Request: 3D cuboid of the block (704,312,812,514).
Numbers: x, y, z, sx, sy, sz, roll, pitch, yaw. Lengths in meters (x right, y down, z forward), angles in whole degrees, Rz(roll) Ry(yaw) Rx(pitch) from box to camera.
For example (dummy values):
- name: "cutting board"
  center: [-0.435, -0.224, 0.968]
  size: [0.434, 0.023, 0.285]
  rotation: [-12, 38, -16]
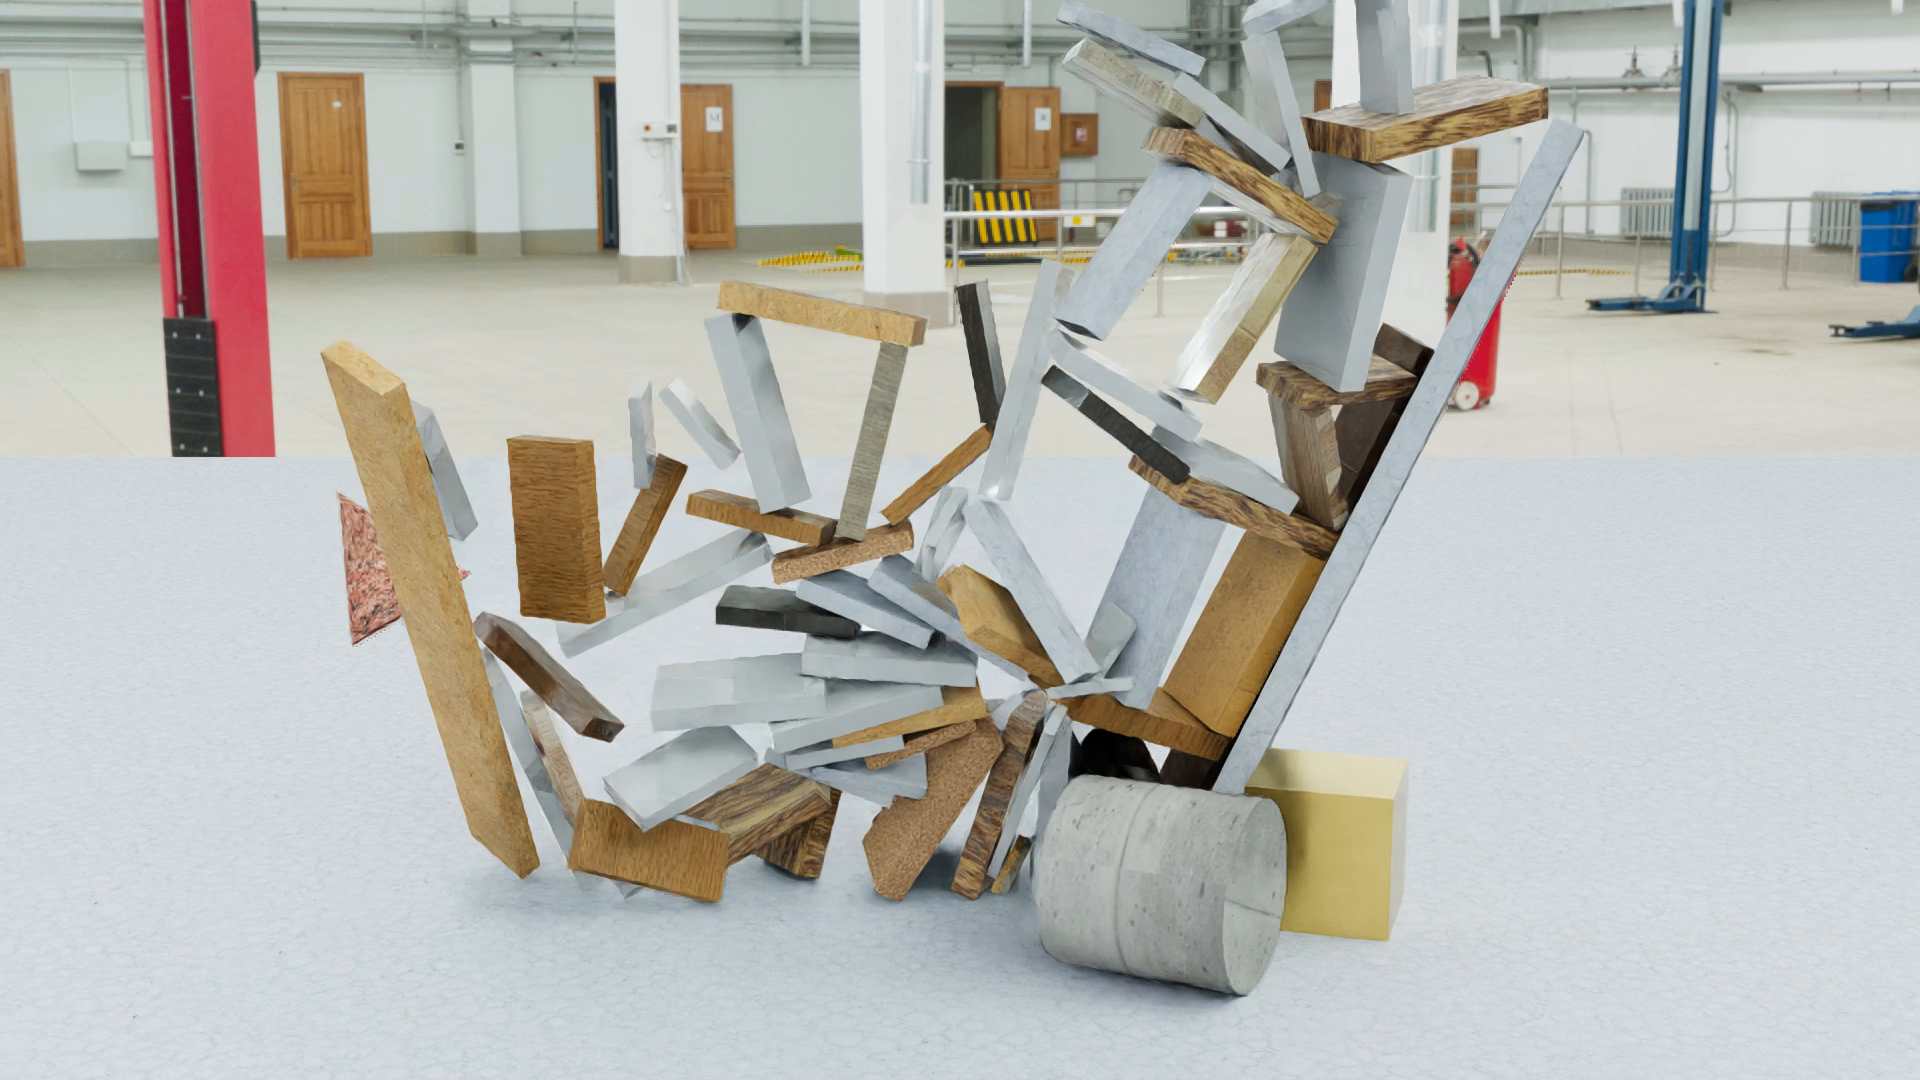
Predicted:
- name: "block"
  center: [-0.323, -0.207, 3.537]
  size: [0.044, 0.317, 0.156]
  rotation: [-16, 3, 12]

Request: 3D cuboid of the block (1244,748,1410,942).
- name: "block"
  center: [0.595, 0.490, 3.572]
  size: [0.233, 0.233, 0.233]
  rotation: [3, 11, 17]

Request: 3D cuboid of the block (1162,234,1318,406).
- name: "block"
  center: [0.429, -0.341, 3.382]
  size: [0.040, 0.285, 0.143]
  rotation: [34, -2, -17]

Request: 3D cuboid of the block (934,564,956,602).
- name: "block"
  center: [0.025, 0.103, 3.496]
  size: [0.144, 0.020, 0.072]
  rotation: [44, 19, -2]

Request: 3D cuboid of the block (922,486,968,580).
- name: "block"
  center: [-0.023, -0.011, 3.426]
  size: [0.020, 0.072, 0.144]
  rotation: [15, 44, 14]

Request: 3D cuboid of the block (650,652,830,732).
- name: "block"
  center: [-0.351, 0.241, 3.525]
  size: [0.276, 0.039, 0.138]
  rotation: [-5, 29, 1]

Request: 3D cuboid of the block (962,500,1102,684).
- name: "block"
  center: [0.113, 0.082, 3.453]
  size: [0.035, 0.317, 0.125]
  rotation: [-33, -10, 11]

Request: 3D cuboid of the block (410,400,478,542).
- name: "block"
  center: [-0.824, -0.120, 3.299]
  size: [0.143, 0.285, 0.040]
  rotation: [25, 60, 19]

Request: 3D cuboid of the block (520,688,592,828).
- name: "block"
  center: [-0.647, 0.376, 3.593]
  size: [0.038, 0.266, 0.133]
  rotation: [-23, 14, -7]

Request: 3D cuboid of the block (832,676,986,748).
- name: "block"
  center: [-0.090, 0.265, 3.572]
  size: [0.249, 0.035, 0.125]
  rotation: [-12, 28, -1]

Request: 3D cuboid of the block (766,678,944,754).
- name: "block"
  center: [-0.178, 0.255, 3.543]
  size: [0.276, 0.039, 0.138]
  rotation: [-16, 29, -8]

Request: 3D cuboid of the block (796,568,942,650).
- name: "block"
  center: [-0.139, 0.105, 3.535]
  size: [0.228, 0.032, 0.114]
  rotation: [22, 18, 9]

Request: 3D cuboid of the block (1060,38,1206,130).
- name: "block"
  center: [0.258, -0.677, 3.299]
  size: [0.210, 0.030, 0.105]
  rotation: [29, -3, -11]

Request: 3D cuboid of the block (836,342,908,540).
- name: "block"
  center: [-0.140, -0.164, 3.524]
  size: [0.044, 0.312, 0.156]
  rotation: [13, 7, -3]

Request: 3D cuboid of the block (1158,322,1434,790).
- name: "block"
  center: [0.542, 0.100, 3.741]
  size: [0.033, 0.985, 0.117]
  rotation: [16, 16, -30]

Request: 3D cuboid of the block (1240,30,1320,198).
- name: "block"
  center: [0.488, -0.644, 3.347]
  size: [0.027, 0.251, 0.095]
  rotation: [-19, 10, -9]

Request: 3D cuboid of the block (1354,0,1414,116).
- name: "block"
  center: [0.637, -0.741, 3.305]
  size: [0.027, 0.190, 0.095]
  rotation: [-17, 23, -22]

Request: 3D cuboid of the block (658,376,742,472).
- name: "block"
  center: [-0.415, -0.186, 3.507]
  size: [0.023, 0.159, 0.080]
  rotation: [-37, 10, 14]

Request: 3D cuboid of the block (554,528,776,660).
- name: "block"
  center: [-0.480, 0.079, 3.569]
  size: [0.369, 0.032, 0.112]
  rotation: [-26, 24, -3]

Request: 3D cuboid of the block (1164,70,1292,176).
- name: "block"
  center: [0.397, -0.628, 3.342]
  size: [0.210, 0.030, 0.105]
  rotation: [35, -5, -10]

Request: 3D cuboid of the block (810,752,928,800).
- name: "block"
  center: [-0.151, 0.369, 3.624]
  size: [0.191, 0.027, 0.095]
  rotation: [13, 33, -13]

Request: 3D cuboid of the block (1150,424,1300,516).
- name: "block"
  center: [0.419, -0.116, 3.469]
  size: [0.243, 0.034, 0.121]
  rotation: [21, 15, -42]

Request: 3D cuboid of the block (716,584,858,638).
- name: "block"
  center: [-0.274, 0.114, 3.559]
  size: [0.223, 0.032, 0.112]
  rotation: [5, 17, 3]

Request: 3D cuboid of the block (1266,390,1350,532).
- name: "block"
  center: [0.566, -0.135, 3.568]
  size: [0.033, 0.235, 0.117]
  rotation: [-33, 41, -19]

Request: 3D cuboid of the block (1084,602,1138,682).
- name: "block"
  center: [0.229, 0.171, 3.527]
  size: [0.018, 0.130, 0.065]
  rotation: [24, 14, -36]

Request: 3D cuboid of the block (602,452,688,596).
- name: "block"
  center: [-0.519, -0.026, 3.593]
  size: [0.023, 0.234, 0.080]
  rotation: [27, -3, -32]

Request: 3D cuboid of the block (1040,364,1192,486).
- name: "block"
  center: [0.241, -0.176, 3.388]
  size: [0.243, 0.034, 0.122]
  rotation: [34, 5, -35]

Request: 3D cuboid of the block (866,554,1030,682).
- name: "block"
  center: [-0.007, 0.119, 3.528]
  size: [0.294, 0.032, 0.114]
  rotation: [32, 20, -2]

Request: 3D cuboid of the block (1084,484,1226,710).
- name: "block"
  center: [0.305, 0.088, 3.544]
  size: [0.047, 0.330, 0.165]
  rotation: [14, 15, -31]

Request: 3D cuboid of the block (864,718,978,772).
- name: "block"
  center: [-0.066, 0.308, 3.596]
  size: [0.191, 0.027, 0.095]
  rotation: [-22, 28, 8]

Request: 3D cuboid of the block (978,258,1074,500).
- name: "block"
  center: [0.104, -0.249, 3.454]
  size: [0.031, 0.378, 0.108]
  rotation: [16, 4, 13]

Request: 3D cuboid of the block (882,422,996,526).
- name: "block"
  center: [-0.025, -0.108, 3.513]
  size: [0.216, 0.031, 0.108]
  rotation: [-40, -1, 13]

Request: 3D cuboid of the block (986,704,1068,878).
- name: "block"
  center: [0.106, 0.406, 3.518]
  size: [0.018, 0.395, 0.065]
  rotation: [25, 46, 7]

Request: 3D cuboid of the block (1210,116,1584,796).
- name: "block"
  center: [0.674, -0.045, 3.599]
  size: [0.049, 1.365, 0.173]
  rotation: [28, 12, 11]

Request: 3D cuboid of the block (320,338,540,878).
- name: "block"
  center: [-0.803, 0.147, 3.409]
  size: [0.143, 1.080, 0.040]
  rotation: [33, 54, 31]

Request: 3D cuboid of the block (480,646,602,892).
- name: "block"
  center: [-0.701, 0.381, 3.631]
  size: [0.038, 0.426, 0.133]
  rotation: [-26, 30, -14]

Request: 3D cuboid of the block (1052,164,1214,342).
- name: "block"
  center: [0.258, -0.436, 3.323]
  size: [0.040, 0.285, 0.143]
  rotation: [35, 0, -21]

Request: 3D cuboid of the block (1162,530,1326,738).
- name: "block"
  center: [0.472, 0.145, 3.668]
  size: [0.047, 0.330, 0.165]
  rotation: [21, 11, -34]

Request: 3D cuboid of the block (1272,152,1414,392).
- name: "block"
  center: [0.593, -0.425, 3.425]
  size: [0.049, 0.346, 0.173]
  rotation: [-6, 29, -30]
